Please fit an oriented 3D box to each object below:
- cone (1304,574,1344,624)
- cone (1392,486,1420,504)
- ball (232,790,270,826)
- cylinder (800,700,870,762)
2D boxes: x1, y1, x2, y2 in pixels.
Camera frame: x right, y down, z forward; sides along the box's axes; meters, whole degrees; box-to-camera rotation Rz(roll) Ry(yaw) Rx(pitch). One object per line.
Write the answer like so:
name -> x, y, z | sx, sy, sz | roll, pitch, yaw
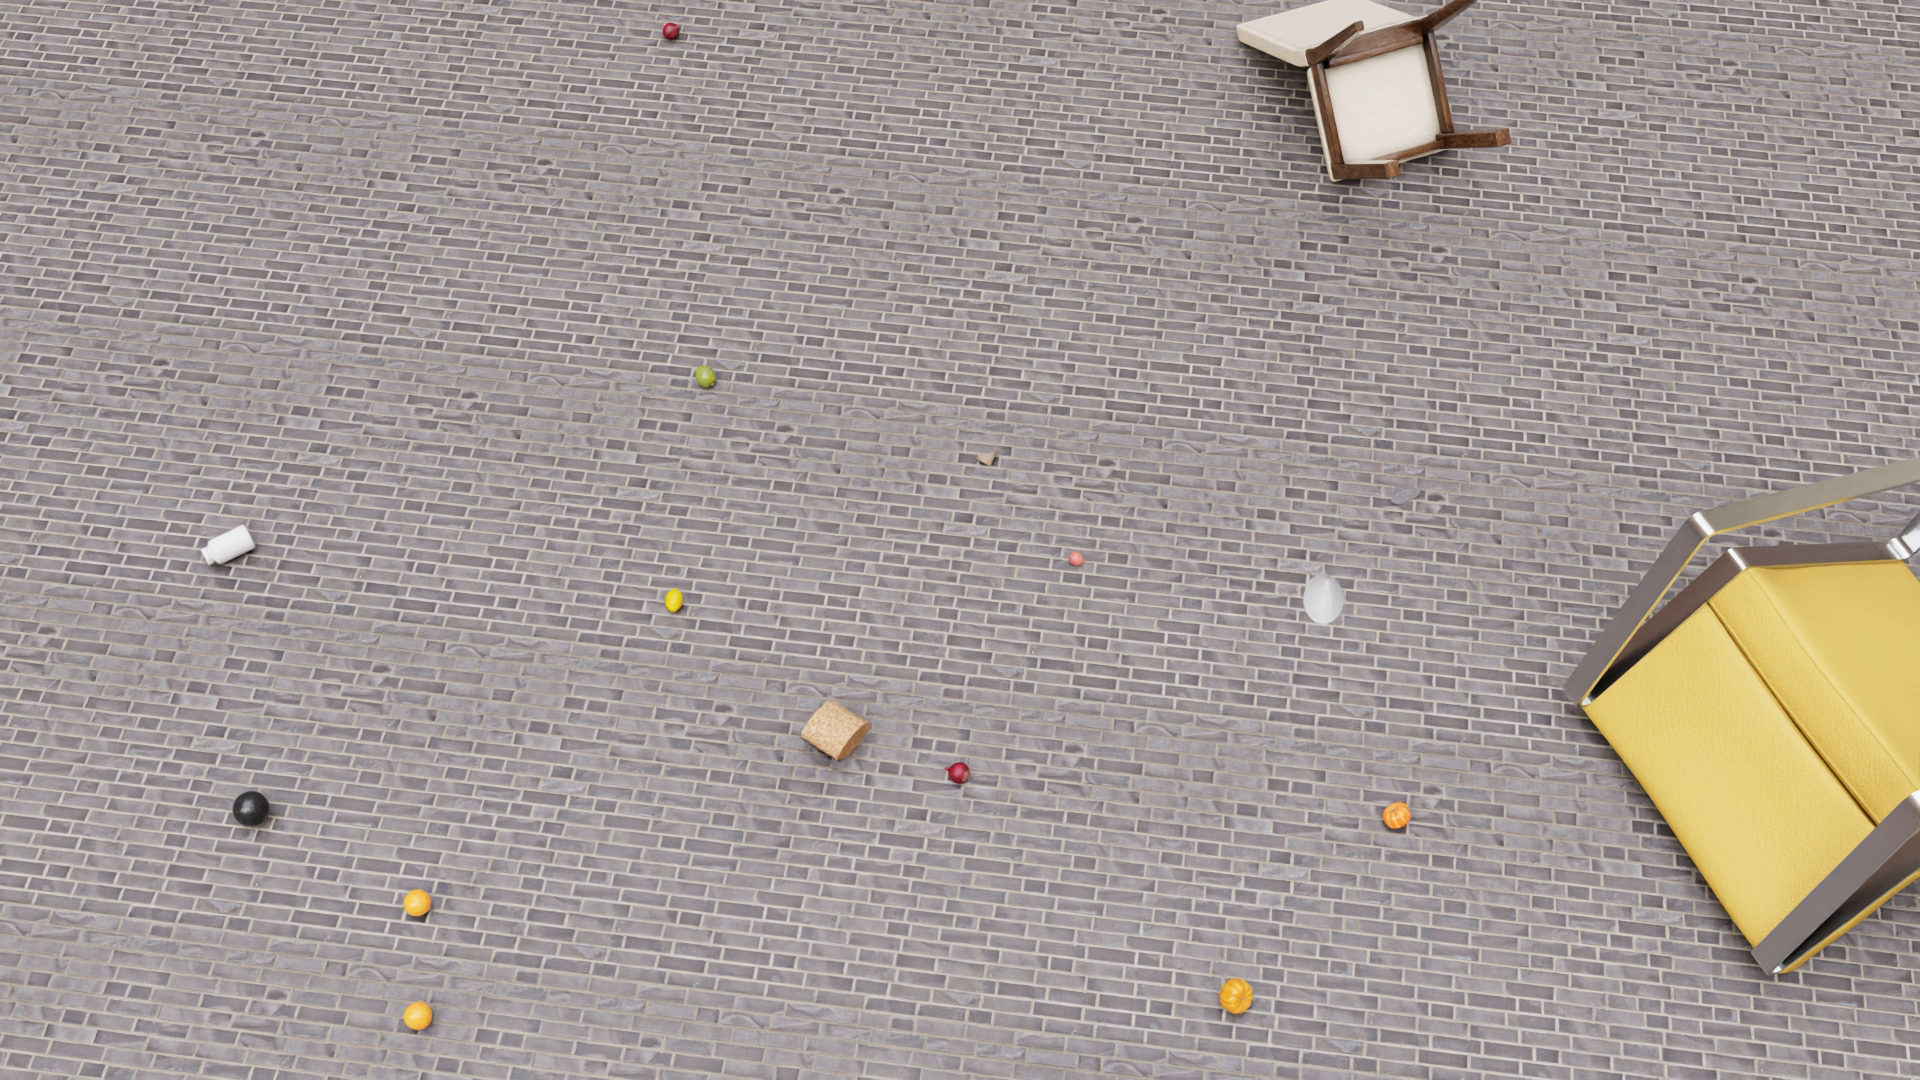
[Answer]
cone -> 1.068, 0.143, 6.414 | 0.116, 0.107, 0.176 | 8, 56, 5
cone -> 1.337, -0.149, 6.661 | 0.097, 0.048, 0.060 | -17, 36, -10
ball -> -1.941, 0.736, 6.021 | 0.098, 0.098, 0.098 | 0, 56, 0
cylinder -> -0.350, 0.535, 6.164 | 0.128, 0.083, 0.149 | 30, 52, 19
